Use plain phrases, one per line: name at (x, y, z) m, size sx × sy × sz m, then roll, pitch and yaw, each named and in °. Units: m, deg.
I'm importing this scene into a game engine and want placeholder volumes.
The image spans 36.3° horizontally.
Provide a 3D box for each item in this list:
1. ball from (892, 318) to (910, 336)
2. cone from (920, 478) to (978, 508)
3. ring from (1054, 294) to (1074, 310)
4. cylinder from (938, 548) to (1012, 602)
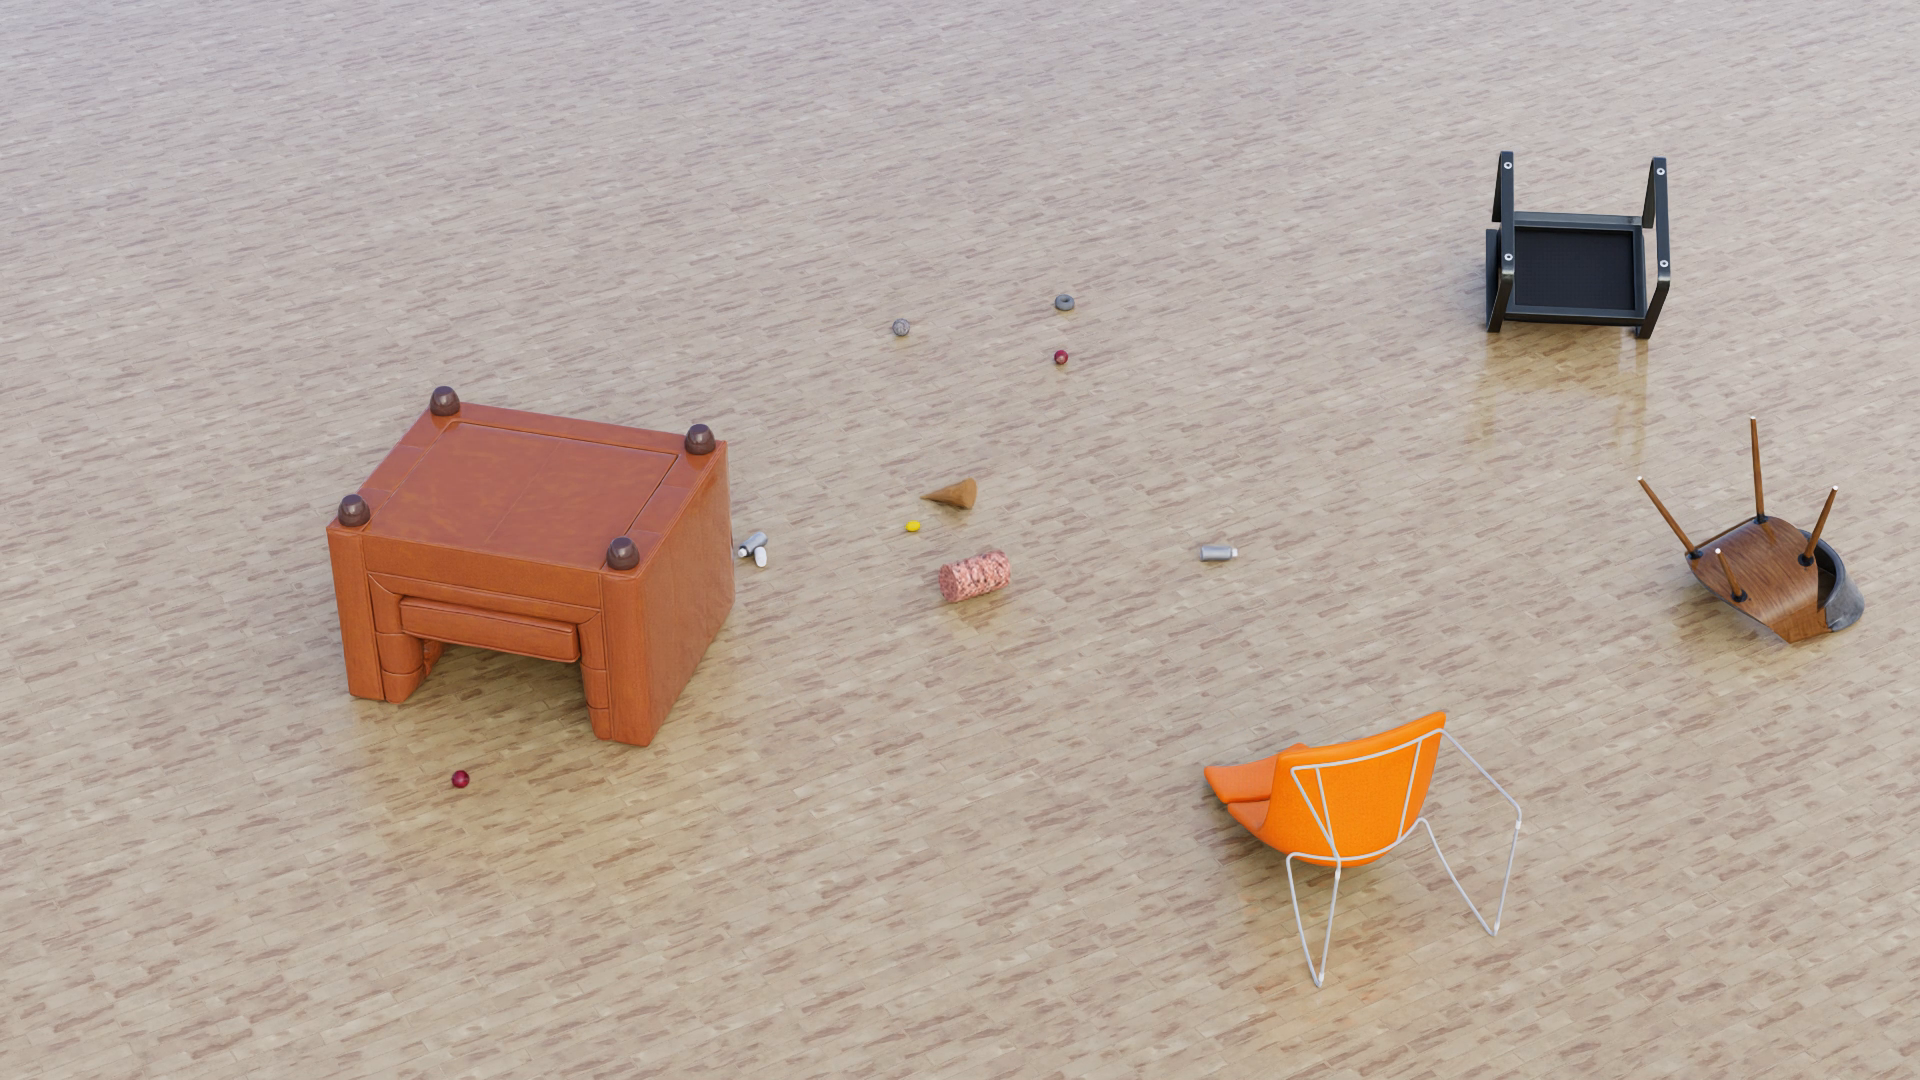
ball at (-0.244, -0.888, 12.225) m, size 0.074 × 0.074 × 0.074 m, roll 0°, pitch 33°, yaw 0°
cone at (-0.061, -0.169, 11.150) m, size 0.211 × 0.108 × 0.167 m, roll -5°, pitch 12°, yaw 21°
ring at (0.444, -1.008, 12.441) m, size 0.083 × 0.037 × 0.107 m, roll -7°, pitch 33°, yaw -8°
cylinder at (0.053, 0.128, 10.607) m, size 0.218 × 0.167 × 0.136 m, roll -17°, pitch 76°, yaw -23°
